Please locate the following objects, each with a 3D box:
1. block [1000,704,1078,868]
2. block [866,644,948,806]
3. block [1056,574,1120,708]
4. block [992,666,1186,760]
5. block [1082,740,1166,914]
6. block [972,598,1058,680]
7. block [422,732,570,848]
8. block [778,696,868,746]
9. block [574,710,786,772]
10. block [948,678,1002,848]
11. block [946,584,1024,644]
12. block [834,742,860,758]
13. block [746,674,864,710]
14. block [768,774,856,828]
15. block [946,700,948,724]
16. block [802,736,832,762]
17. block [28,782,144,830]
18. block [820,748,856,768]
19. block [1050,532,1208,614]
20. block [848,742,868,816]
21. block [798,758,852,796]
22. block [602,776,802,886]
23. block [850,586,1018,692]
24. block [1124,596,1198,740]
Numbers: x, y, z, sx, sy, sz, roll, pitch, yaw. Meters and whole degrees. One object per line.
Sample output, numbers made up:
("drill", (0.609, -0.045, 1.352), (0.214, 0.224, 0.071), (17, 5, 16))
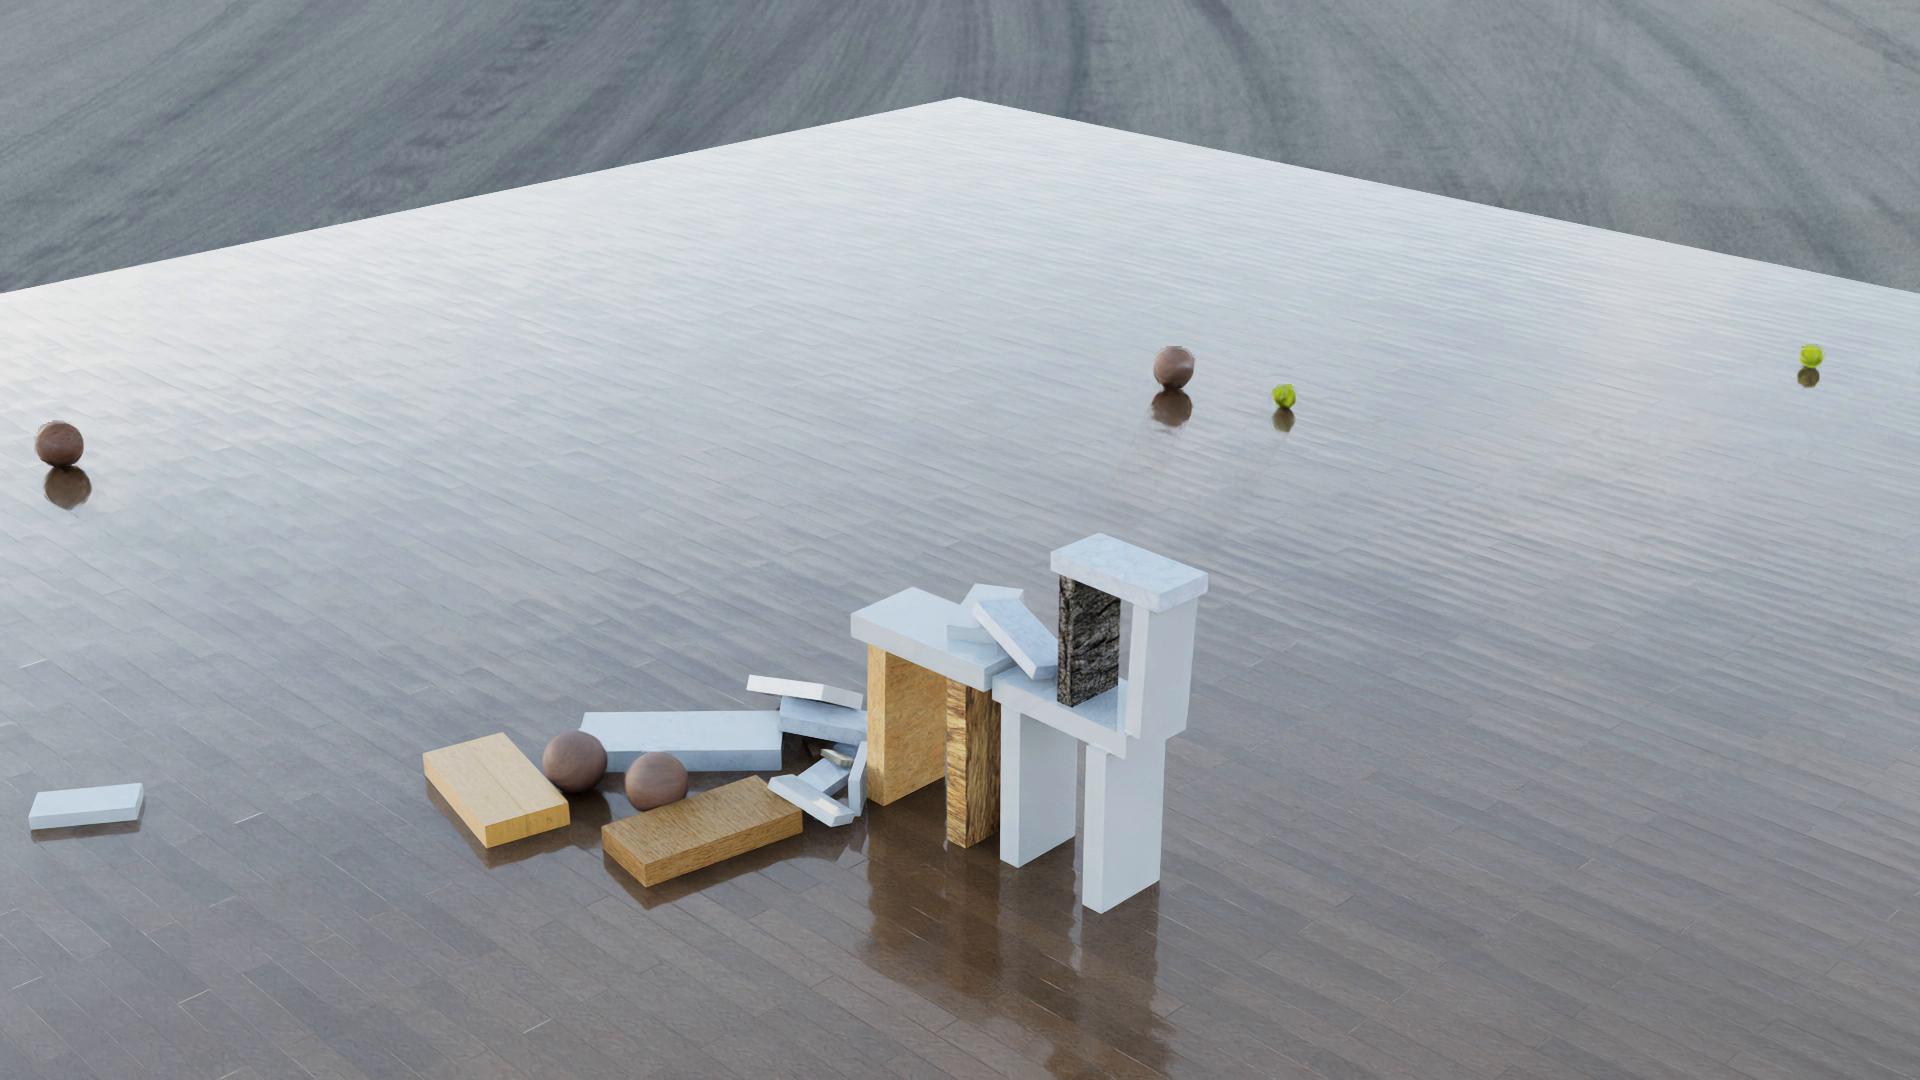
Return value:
("block", (0.154, 0.450, 4.268), (0.048, 0.338, 0.169), (20, 30, 39))
("block", (-0.107, 0.348, 4.483), (0.050, 0.356, 0.178), (23, 32, 39))
("block", (0.238, 0.167, 4.050), (0.037, 0.259, 0.130), (21, 31, 41))
("block", (0.240, 0.305, 4.118), (0.169, 0.048, 0.338), (-21, 31, -40))
("block", (0.307, 0.514, 4.117), (0.048, 0.337, 0.169), (21, 31, 40))
("block", (0.124, 0.187, 4.210), (0.101, 0.029, 0.224), (-2, 33, -35))
("block", (-0.952, 0.508, 4.500), (0.176, 0.050, 0.353), (-14, 27, -29))
("block", (-0.267, 0.392, 4.710), (0.241, 0.034, 0.121), (11, 16, -5))
("block", (-0.593, 0.429, 4.687), (0.432, 0.050, 0.176), (0, 23, -1))
("block", (0.056, 0.412, 4.333), (0.050, 0.356, 0.178), (21, 31, 41))
("block", (0.051, 0.145, 4.340), (0.101, 0.029, 0.202), (7, 24, 15))
("block", (-0.216, 0.447, 4.689), (0.095, 0.014, 0.048), (13, 26, 27))
("block", (-0.339, 0.332, 4.796), (0.241, 0.034, 0.121), (3, -11, 44))
("block", (-0.298, 0.522, 4.416), (0.165, 0.023, 0.082), (28, 12, 24))
("block", (-0.064, 0.336, 4.926), (0.121, 0.034, 0.241), (4, 23, 9))
("block", (-0.303, 0.442, 4.702), (0.048, 0.014, 0.095), (-7, 24, -16))
("block", (-1.768, 0.539, 4.454), (0.203, 0.029, 0.101), (-4, 23, -10))
("block", (-0.250, 0.459, 4.618), (0.048, 0.014, 0.095), (11, 3, -30))
("block", (0.301, 0.057, 3.929), (0.130, 0.037, 0.259), (-21, 30, -40))
("block", (-0.203, 0.488, 4.505), (0.023, 0.082, 0.165), (3, 23, 6))
("block", (-0.296, 0.504, 4.543), (0.082, 0.023, 0.165), (14, 27, 29))
("block", (-0.509, 0.572, 4.349), (0.353, 0.050, 0.176), (-16, 28, -33))
("block", (-0.025, 0.192, 4.329), (0.356, 0.050, 0.178), (20, 30, 38))
("block", (0.360, 0.216, 3.933), (0.130, 0.259, 0.037), (-20, 33, -39))
